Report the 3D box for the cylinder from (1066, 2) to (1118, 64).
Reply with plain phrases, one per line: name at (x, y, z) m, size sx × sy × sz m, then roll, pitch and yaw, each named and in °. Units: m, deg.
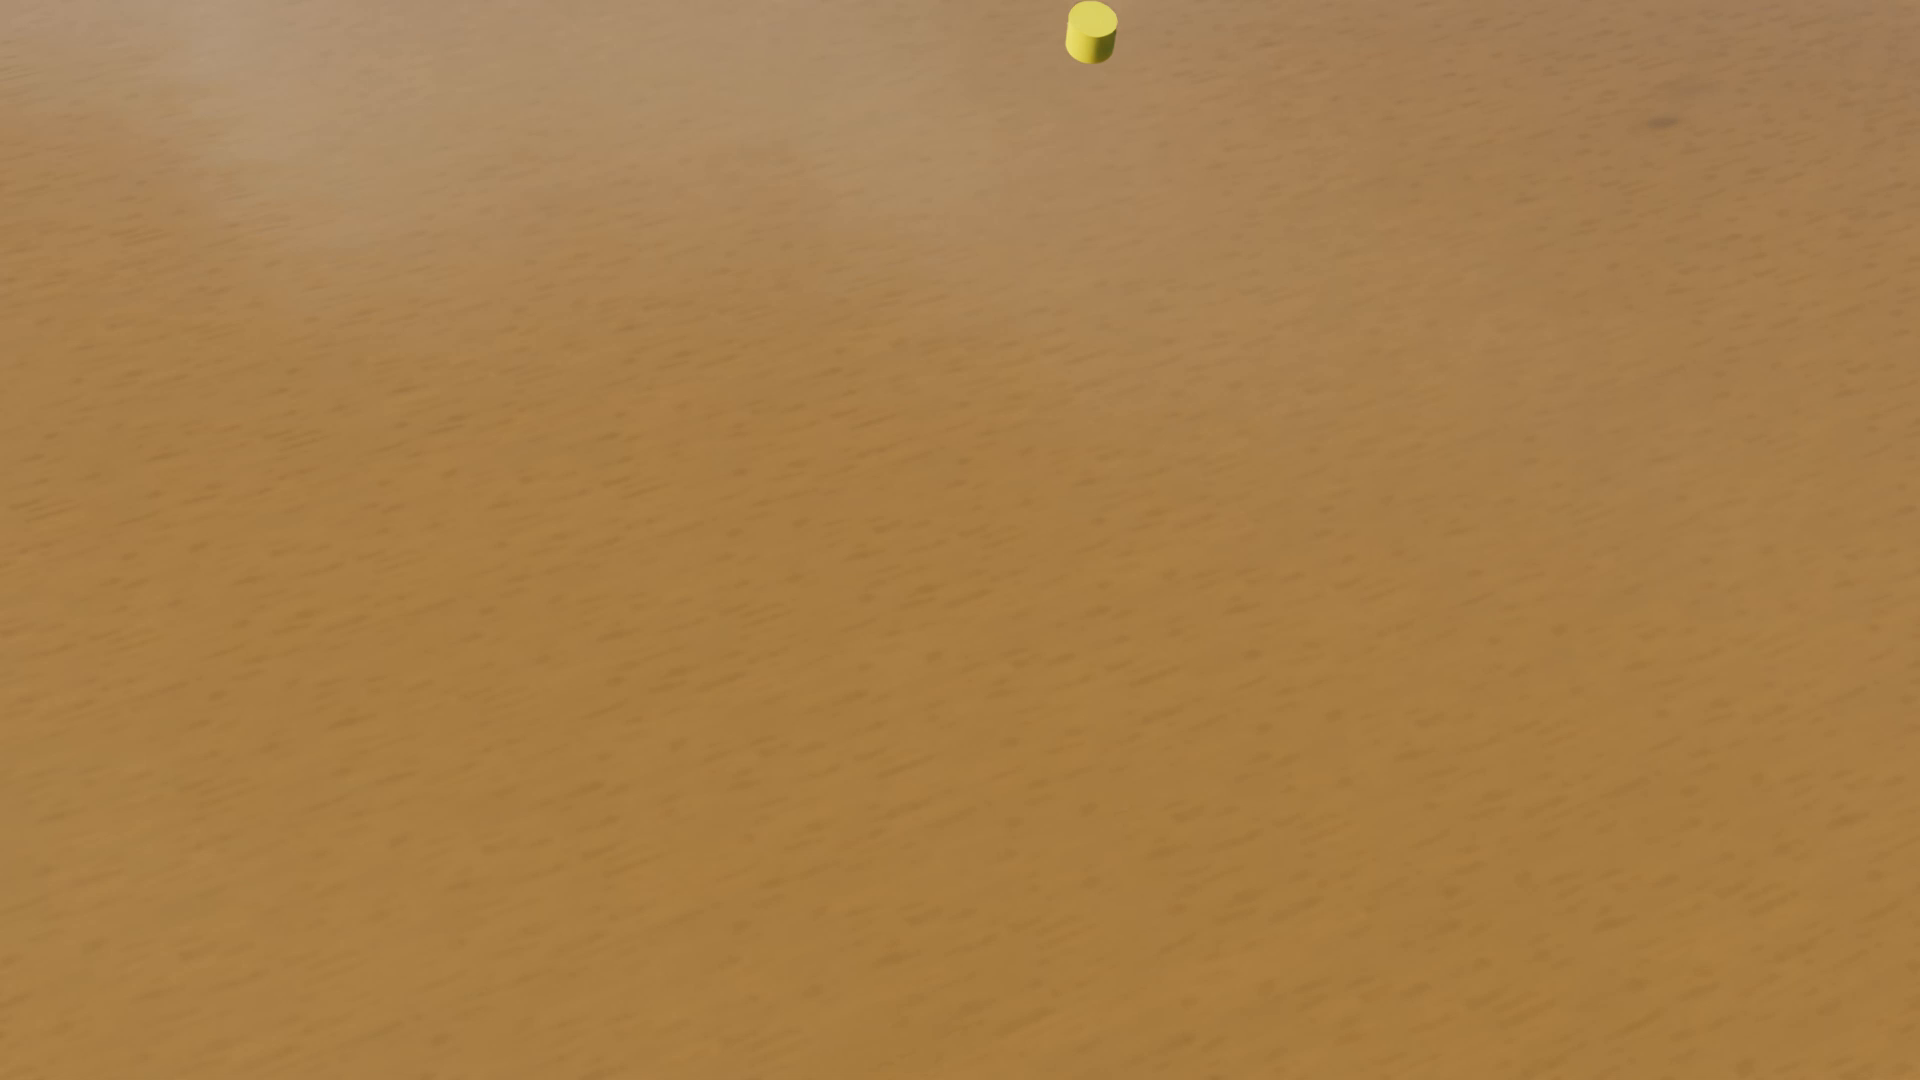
cylinder at (0.395, -1.524, 8.804) m, size 0.147 × 0.136 × 0.129 m, roll 17°, pitch 64°, yaw 6°
